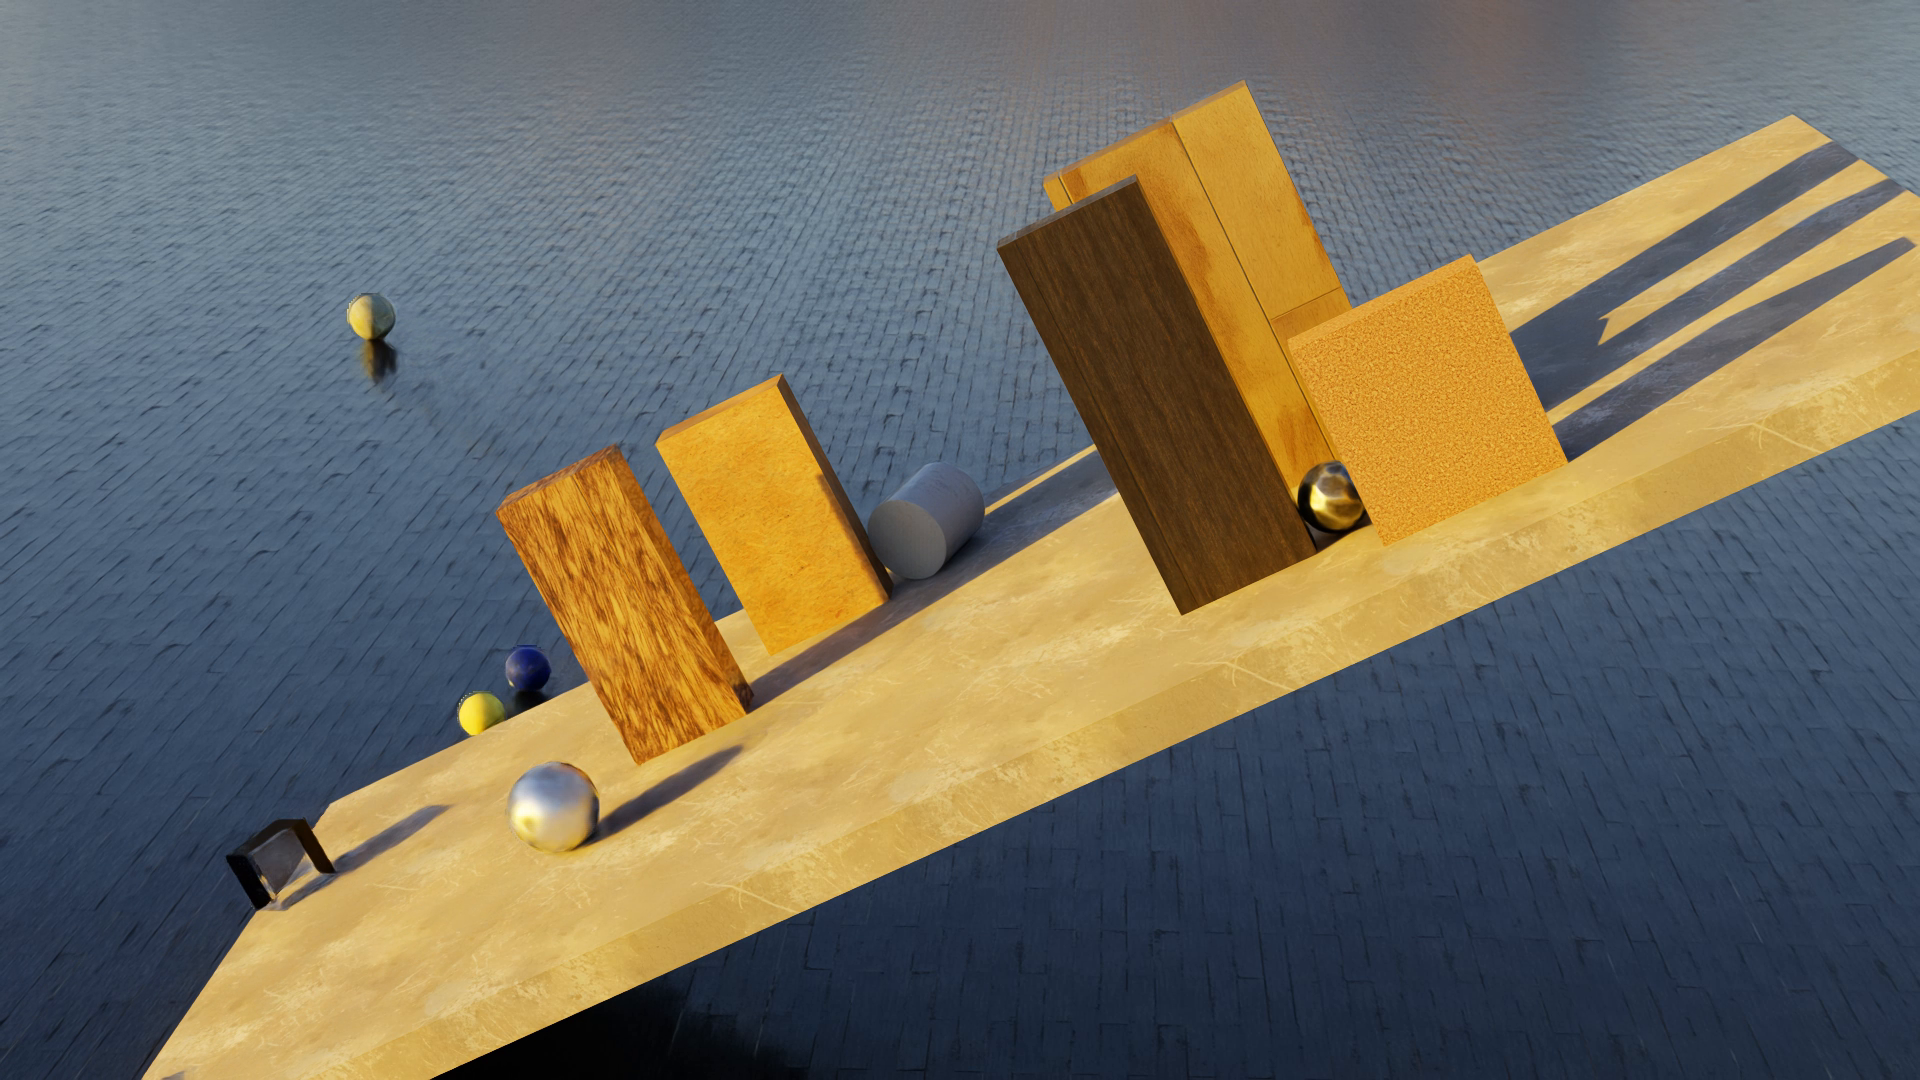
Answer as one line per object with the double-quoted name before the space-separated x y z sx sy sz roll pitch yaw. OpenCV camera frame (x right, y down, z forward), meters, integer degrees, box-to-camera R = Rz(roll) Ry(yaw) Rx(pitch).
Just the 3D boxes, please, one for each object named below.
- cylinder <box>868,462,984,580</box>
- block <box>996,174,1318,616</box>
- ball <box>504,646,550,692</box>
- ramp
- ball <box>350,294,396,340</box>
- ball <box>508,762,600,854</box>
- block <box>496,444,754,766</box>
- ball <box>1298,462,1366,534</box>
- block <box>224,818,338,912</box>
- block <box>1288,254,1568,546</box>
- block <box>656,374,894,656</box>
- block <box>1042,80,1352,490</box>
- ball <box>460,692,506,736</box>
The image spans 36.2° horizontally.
"cylinder" -0.078 -0.045 6.836 0.204 0.204 0.204 8 30 25
"block" 0.374 -0.268 5.531 0.285 0.790 0.088 -25 14 10
"ball" -1.271 0.381 8.644 0.134 0.134 0.134 0 17 0
"ramp" 0.139 0.168 6.281 4.000 0.100 2.000 -25 14 10
"ball" -2.628 -0.996 13.155 0.203 0.203 0.203 0 17 0
"ball" -0.843 0.556 6.114 0.190 0.190 0.190 0 17 0
"block" -0.730 0.143 6.447 0.274 0.646 0.134 -25 14 10
"ball" 0.710 -0.081 5.592 0.138 0.138 0.138 0 17 0
"block" -1.586 0.759 6.870 0.154 0.154 0.154 -37 16 -35
"block" 0.853 -0.254 5.373 0.365 0.409 0.099 -25 14 10
"block" -0.423 -0.057 6.771 0.312 0.563 0.121 -25 14 10
"block" 0.545 -0.476 5.976 0.448 0.788 0.087 -25 14 10
"ball" -1.343 0.494 8.274 0.128 0.128 0.128 0 17 0
